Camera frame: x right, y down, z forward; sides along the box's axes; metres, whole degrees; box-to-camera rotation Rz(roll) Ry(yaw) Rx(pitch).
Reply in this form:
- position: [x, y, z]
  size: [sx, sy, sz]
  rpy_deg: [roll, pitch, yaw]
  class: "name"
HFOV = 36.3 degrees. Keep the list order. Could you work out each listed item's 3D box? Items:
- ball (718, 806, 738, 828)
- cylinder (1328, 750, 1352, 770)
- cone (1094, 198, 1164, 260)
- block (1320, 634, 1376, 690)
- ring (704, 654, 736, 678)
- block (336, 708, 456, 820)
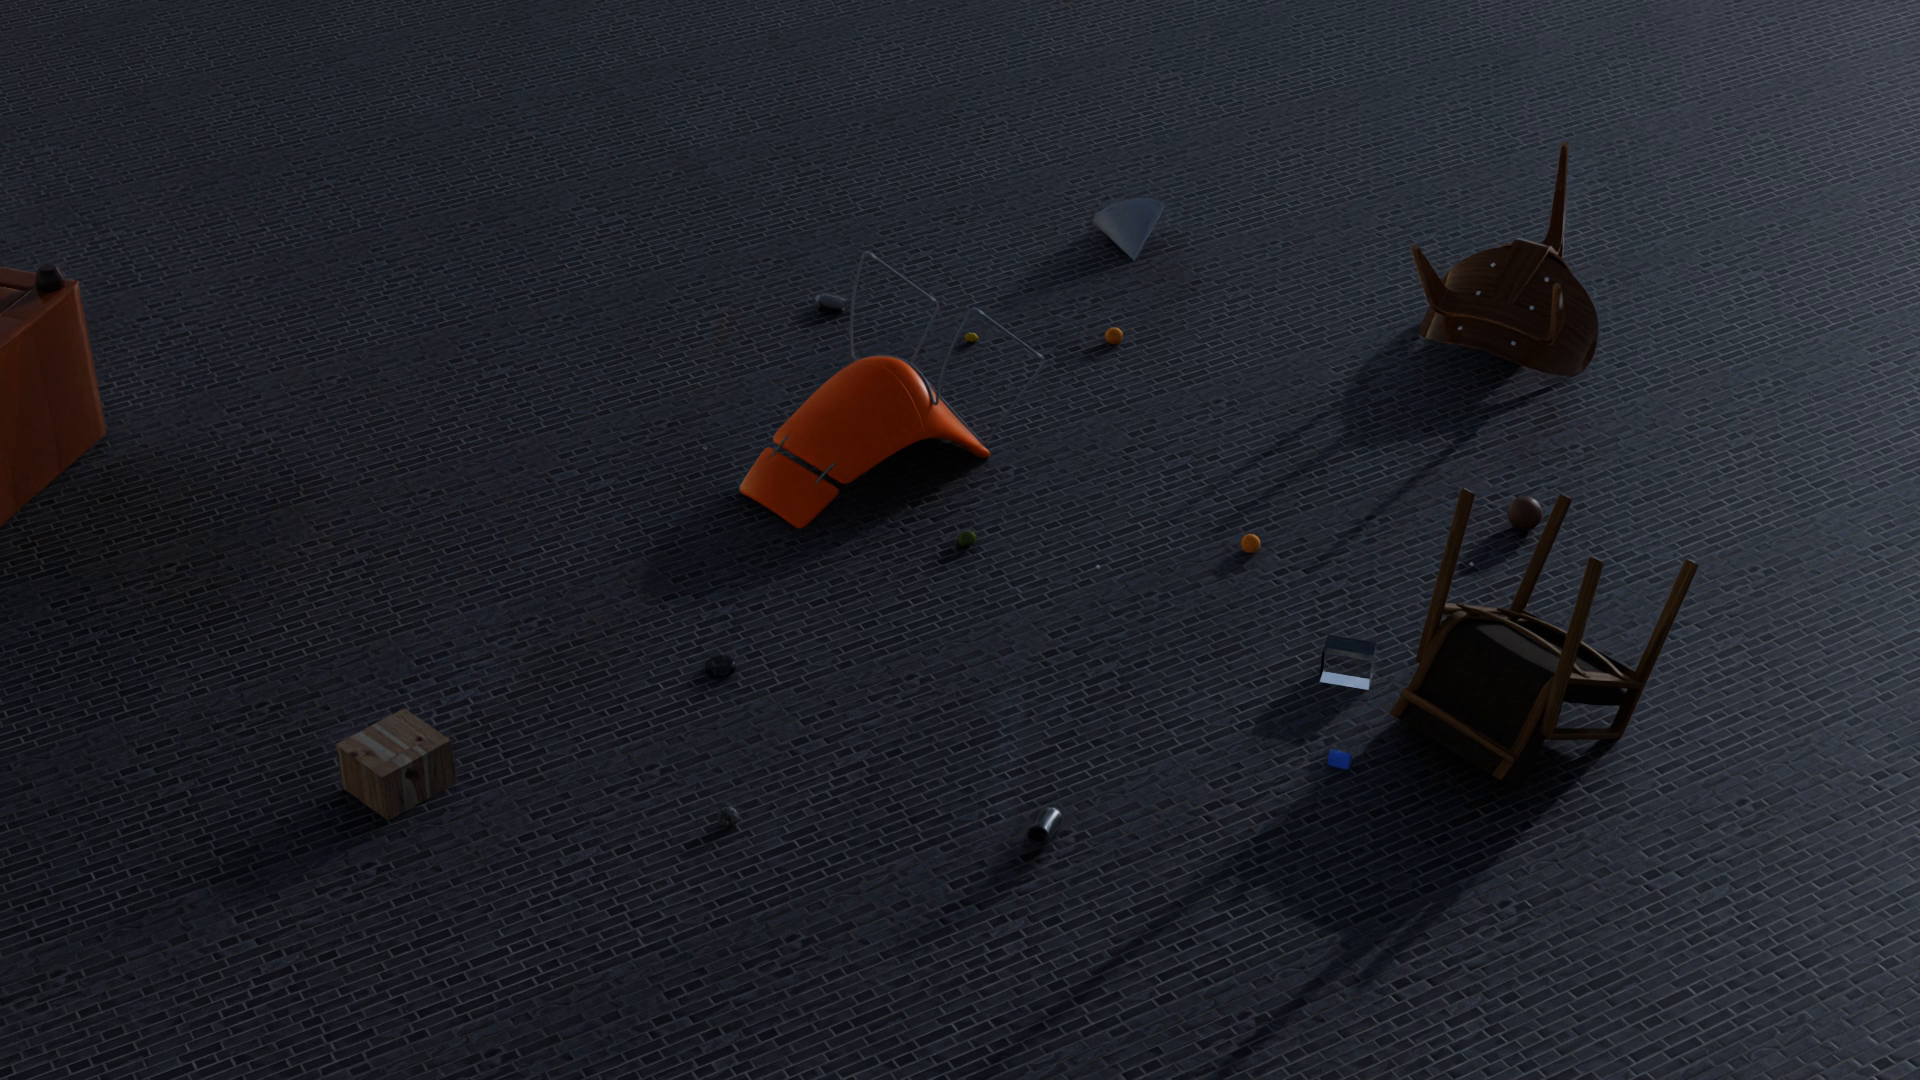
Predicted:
- position: [-0.752, 0.899, 9.519]
  size: [0.067, 0.067, 0.067]
  rpy_deg: [0, 33, 0]
  class: "ball"
- position: [1.267, 0.732, 9.784]
  size: [0.069, 0.056, 0.053]
  rpy_deg: [13, -2, 18]
  class: "cylinder"
- position: [0.754, -1.330, 12.882]
  size: [0.321, 0.164, 0.299]
  rpy_deg: [-13, 50, 13]
  class: "cone"
- position: [1.349, 0.425, 10.186]
  size: [0.172, 0.125, 0.112]
  rpy_deg: [9, 35, 14]
  class: "block"
- position: [-0.837, 0.441, 10.242]
  size: [0.110, 0.038, 0.113]
  rpy_deg: [9, 35, 14]
  class: "ring"
- position: [-1.858, 0.738, 9.662]
  size: [0.252, 0.179, 0.277]
  rpy_deg: [28, 43, 36]
  class: "block"
